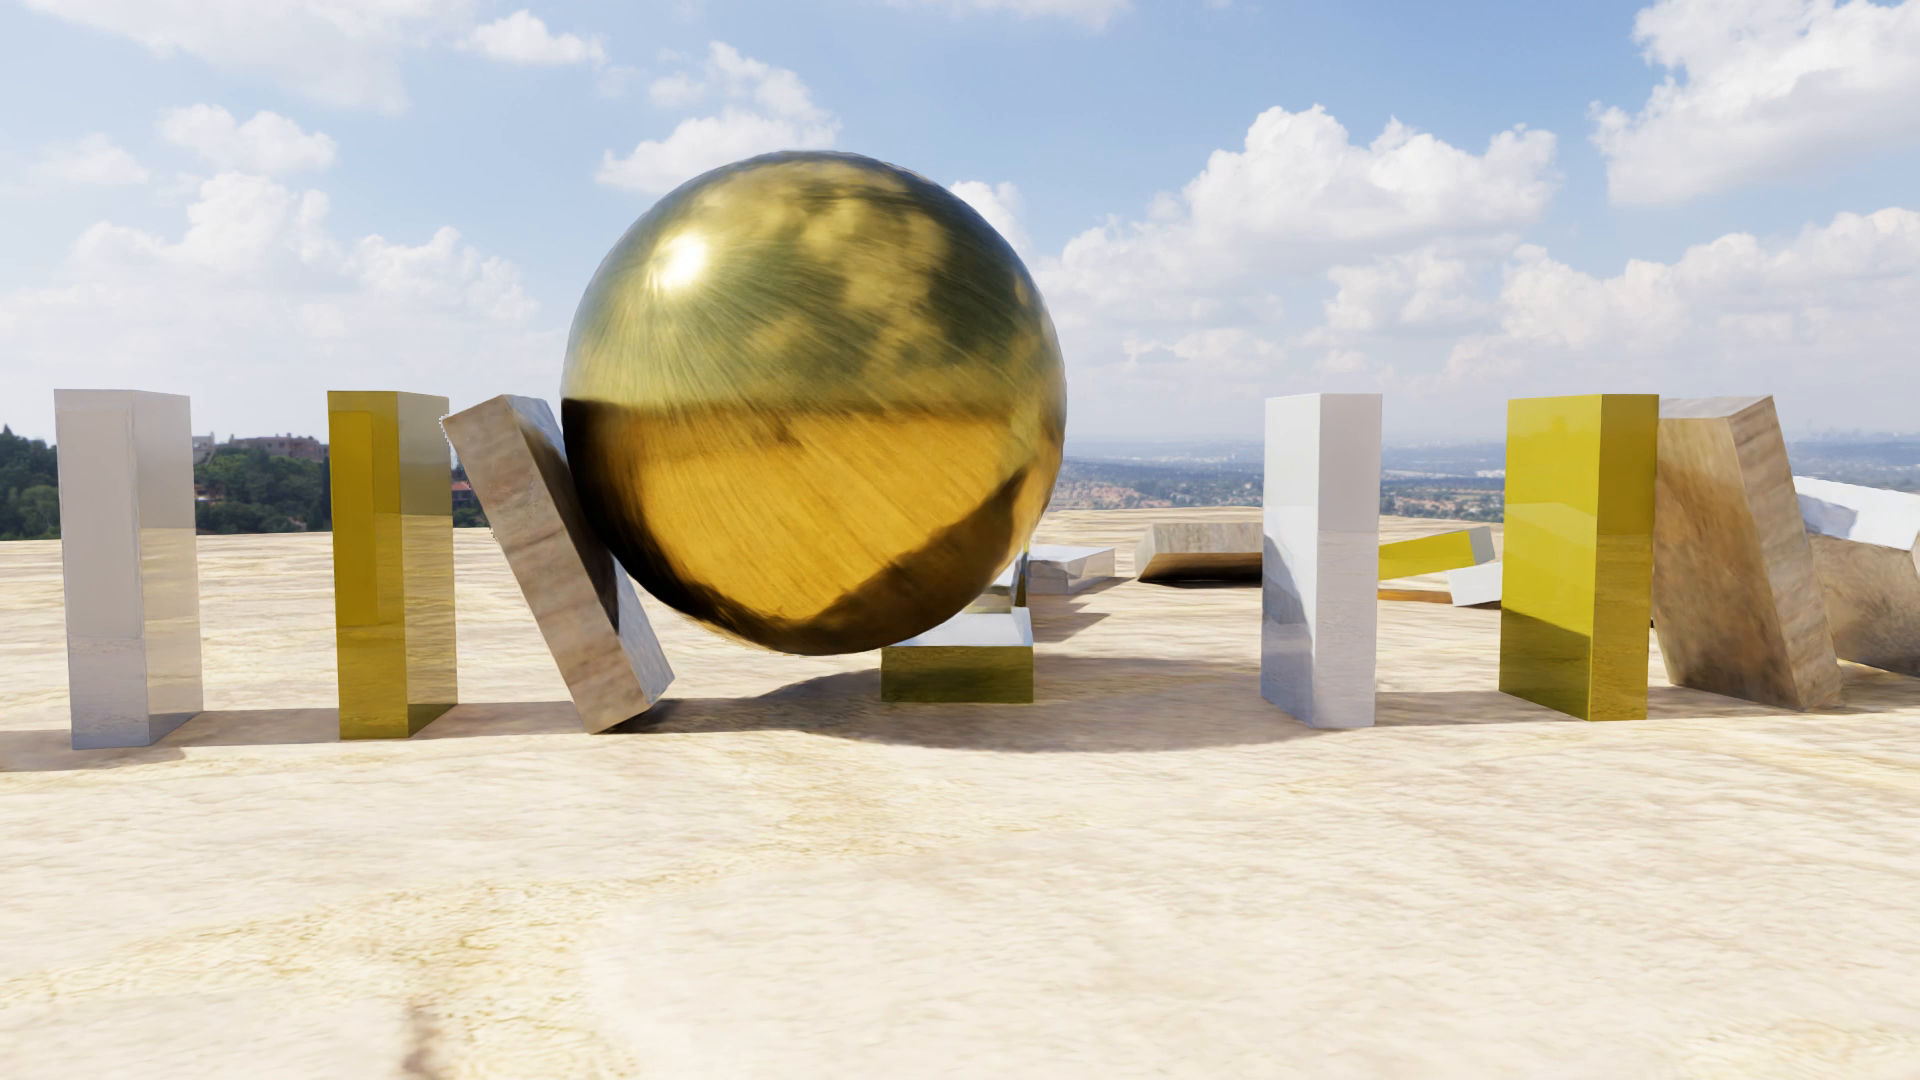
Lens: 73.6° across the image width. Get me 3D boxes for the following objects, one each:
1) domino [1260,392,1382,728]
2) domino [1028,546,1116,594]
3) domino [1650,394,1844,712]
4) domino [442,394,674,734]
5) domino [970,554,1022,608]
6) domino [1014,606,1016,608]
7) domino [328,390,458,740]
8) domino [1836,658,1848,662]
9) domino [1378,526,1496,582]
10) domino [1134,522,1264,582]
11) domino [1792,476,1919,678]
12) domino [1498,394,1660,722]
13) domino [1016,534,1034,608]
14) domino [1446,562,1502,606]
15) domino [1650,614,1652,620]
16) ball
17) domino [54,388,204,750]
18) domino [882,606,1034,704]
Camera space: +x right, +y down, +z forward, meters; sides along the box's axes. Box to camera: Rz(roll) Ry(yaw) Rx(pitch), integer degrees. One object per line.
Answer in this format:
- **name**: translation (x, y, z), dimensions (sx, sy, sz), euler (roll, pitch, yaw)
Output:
- **domino**: translation (0.056, 0.002, 0.203), dimensions (0.010, 0.050, 0.025), euler (0, 4, -5)
- **domino**: translation (0.028, 0.009, 0.389), dimensions (0.025, 0.009, 0.050), euler (2, 5, 22)
- **domino**: translation (0.125, 0.002, 0.212), dimensions (0.010, 0.050, 0.025), euler (-24, 11, -15)
- **domino**: translation (-0.061, 0.003, 0.198), dimensions (0.010, 0.050, 0.025), euler (-24, 6, -2)
- **domino**: translation (0.001, 0.005, 0.298), dimensions (0.025, 0.010, 0.050), euler (1, 21, 6)
- **domino**: translation (0.002, 0.007, 0.320), dimensions (0.025, 0.010, 0.050), euler (0, 21, 4)
- **domino**: translation (-0.086, 0.003, 0.196), dimensions (0.010, 0.050, 0.025), euler (0, 4, -6)
- **domino**: translation (0.191, 0.020, 0.242), dimensions (0.025, 0.010, 0.050), euler (-2, 5, -25)
- **domino**: translation (0.120, 0.006, 0.358), dimensions (0.050, 0.009, 0.025), euler (-12, -3, 34)
- **domino**: translation (0.081, 0.004, 0.390), dimensions (0.050, 0.010, 0.025), euler (0, -21, -6)
- **domino**: translation (0.154, 0.007, 0.220), dimensions (0.025, 0.010, 0.050), euler (19, -15, 49)
- **domino**: translation (0.099, 0.002, 0.208), dimensions (0.010, 0.050, 0.025), euler (-1, 4, -8)
- **domino**: translation (0.007, 0.005, 0.354), dimensions (0.025, 0.009, 0.050), euler (0, 19, 6)
- **domino**: translation (0.154, 0.008, 0.328), dimensions (0.050, 0.010, 0.025), euler (-15, -7, 43)
- **domino**: translation (0.178, 0.011, 0.292), dimensions (0.025, 0.010, 0.050), euler (-3, -6, -36)
- **ball**: translation (-0.023, -0.021, 0.207), dimensions (0.080, 0.080, 0.080), euler (0, 4, 0)
- **domino**: translation (-0.122, 0.003, 0.190), dimensions (0.010, 0.050, 0.025), euler (-1, 4, -15)
- **domino**: translation (0.001, 0.020, 0.236), dimensions (0.025, 0.010, 0.050), euler (0, 4, 2)
